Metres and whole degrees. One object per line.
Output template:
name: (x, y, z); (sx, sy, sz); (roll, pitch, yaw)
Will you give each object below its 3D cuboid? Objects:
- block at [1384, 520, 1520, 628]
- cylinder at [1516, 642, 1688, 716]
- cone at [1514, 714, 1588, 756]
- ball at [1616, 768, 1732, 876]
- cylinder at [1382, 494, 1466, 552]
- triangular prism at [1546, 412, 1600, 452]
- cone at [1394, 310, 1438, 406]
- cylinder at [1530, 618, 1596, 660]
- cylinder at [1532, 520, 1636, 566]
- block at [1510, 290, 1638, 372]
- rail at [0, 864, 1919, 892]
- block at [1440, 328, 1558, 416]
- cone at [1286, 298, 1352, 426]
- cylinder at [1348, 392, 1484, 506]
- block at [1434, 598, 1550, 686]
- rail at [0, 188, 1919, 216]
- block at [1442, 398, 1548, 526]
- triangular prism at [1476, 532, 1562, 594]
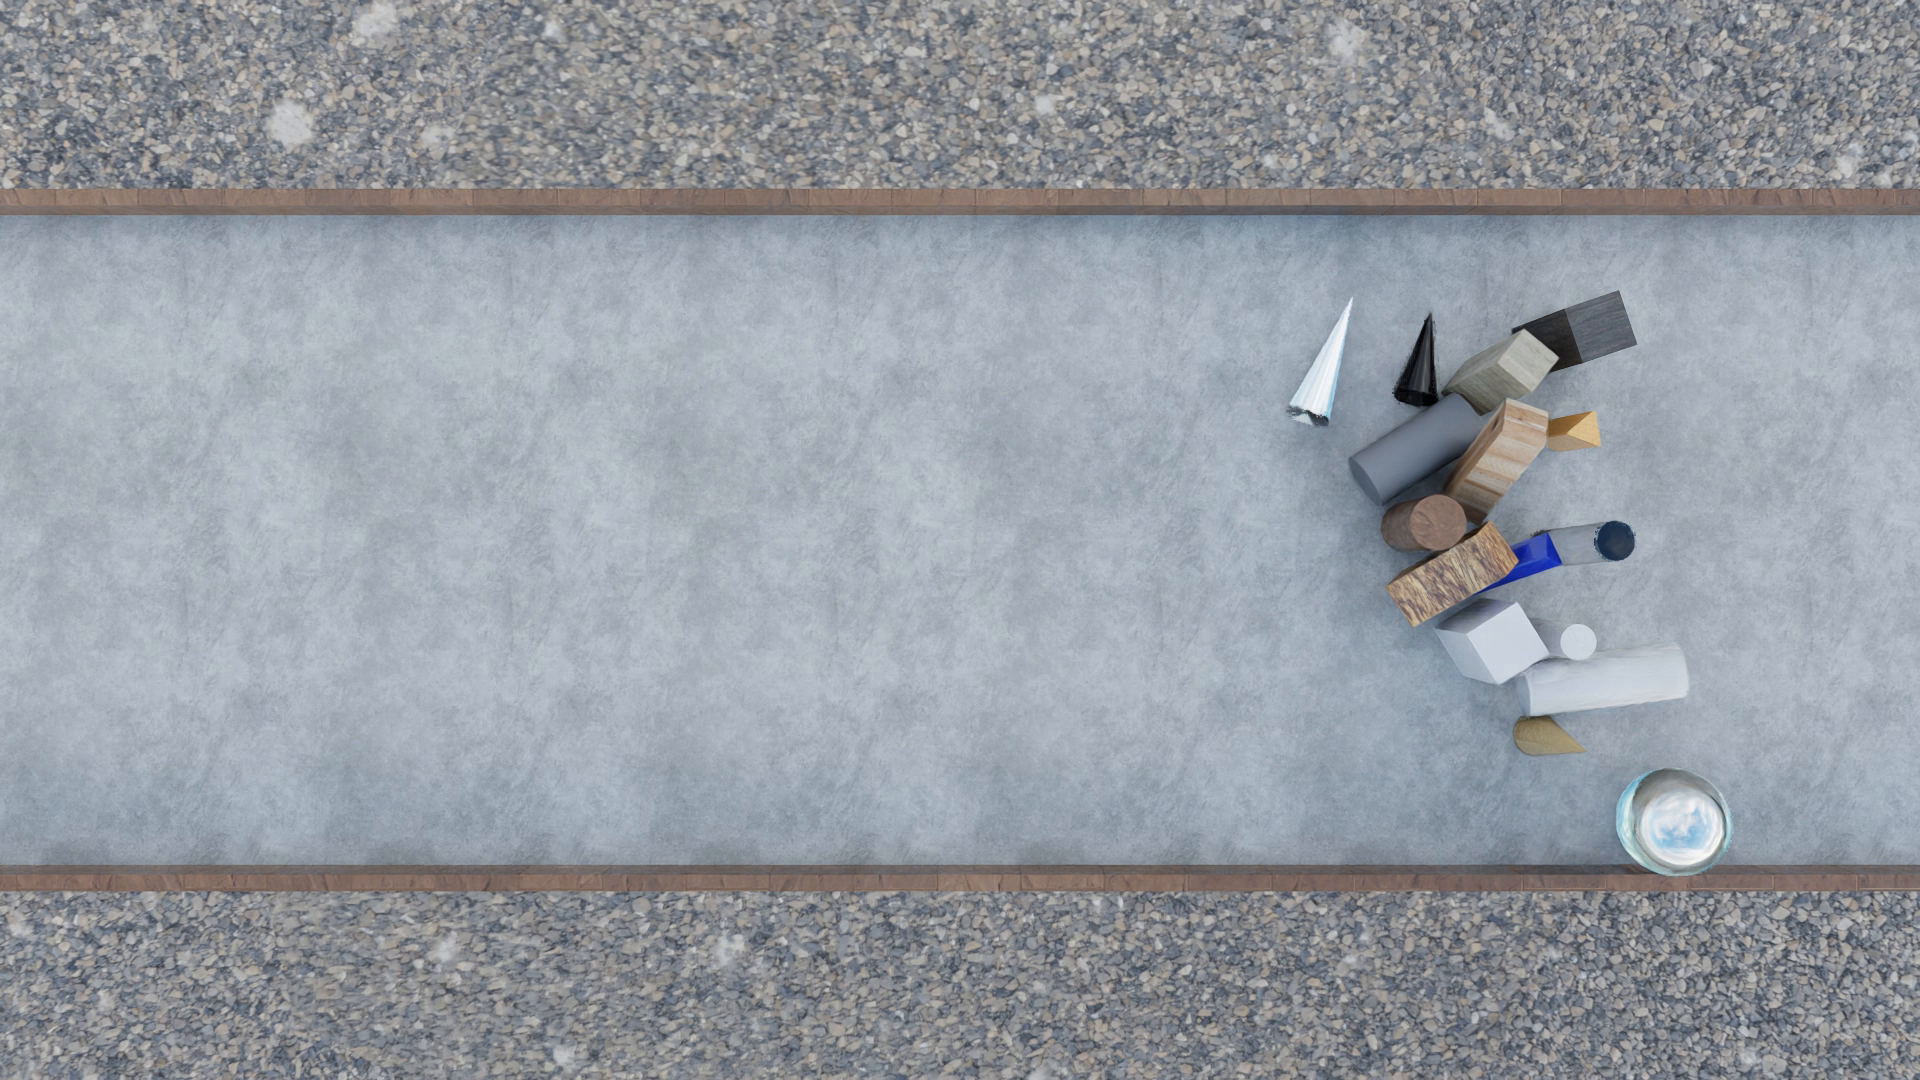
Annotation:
block: (1.464, 0.101, 4.913); (0.334, 0.147, 0.147); (-36, 86, 37)
cylinder: (1.929, 0.422, 4.972); (0.457, 0.167, 0.167); (-8, 90, 6)
cone: (1.771, 0.597, 4.862); (0.136, 0.429, 0.136); (0, 90, 0)
ball: (2.125, 0.841, 4.917); (0.320, 0.320, 0.320); (0, 90, 0)
cylinder: (1.358, -0.044, 4.850); (0.156, 0.443, 0.156); (0, 89, 4)
triangular prism: (1.815, -0.331, 4.917); (0.102, 0.319, 0.088); (21, 90, 0)
cone: (1.417, -0.575, 5.044); (0.132, 0.132, 0.301); (14, 76, 0)
cylinder: (1.770, 0.292, 4.898); (0.103, 0.357, 0.103); (0, 90, 0)
cylinder: (1.829, 0.015, 4.868); (0.116, 0.404, 0.116); (1, 86, -8)
block: (1.798, -0.599, 4.851); (0.162, 0.450, 0.162); (-19, 90, 0)
rail: (-2.247, 1.025, 5.001); (12.000, 0.150, 0.050); (0, 90, 0)
block: (1.583, -0.483, 4.858); (0.130, 0.423, 0.130); (40, 82, 0)
cone: (1.133, -0.563, 5.043); (0.133, 0.133, 0.417); (22, 81, 0)
cylinder: (1.381, -0.273, 4.989); (0.370, 0.175, 0.175); (-32, 90, 0)
block: (1.575, 0.298, 4.908); (0.174, 0.337, 0.174); (-32, 90, 0)
rail: (-2.247, -1.025, 5.002); (12.000, 0.150, 0.050); (0, 90, 0)
block: (1.573, -0.226, 4.869); (0.127, 0.416, 0.127); (19, 55, 0)
triangular prism: (1.629, 0.087, 4.946); (0.306, 0.089, 0.103); (-25, 90, 37)
